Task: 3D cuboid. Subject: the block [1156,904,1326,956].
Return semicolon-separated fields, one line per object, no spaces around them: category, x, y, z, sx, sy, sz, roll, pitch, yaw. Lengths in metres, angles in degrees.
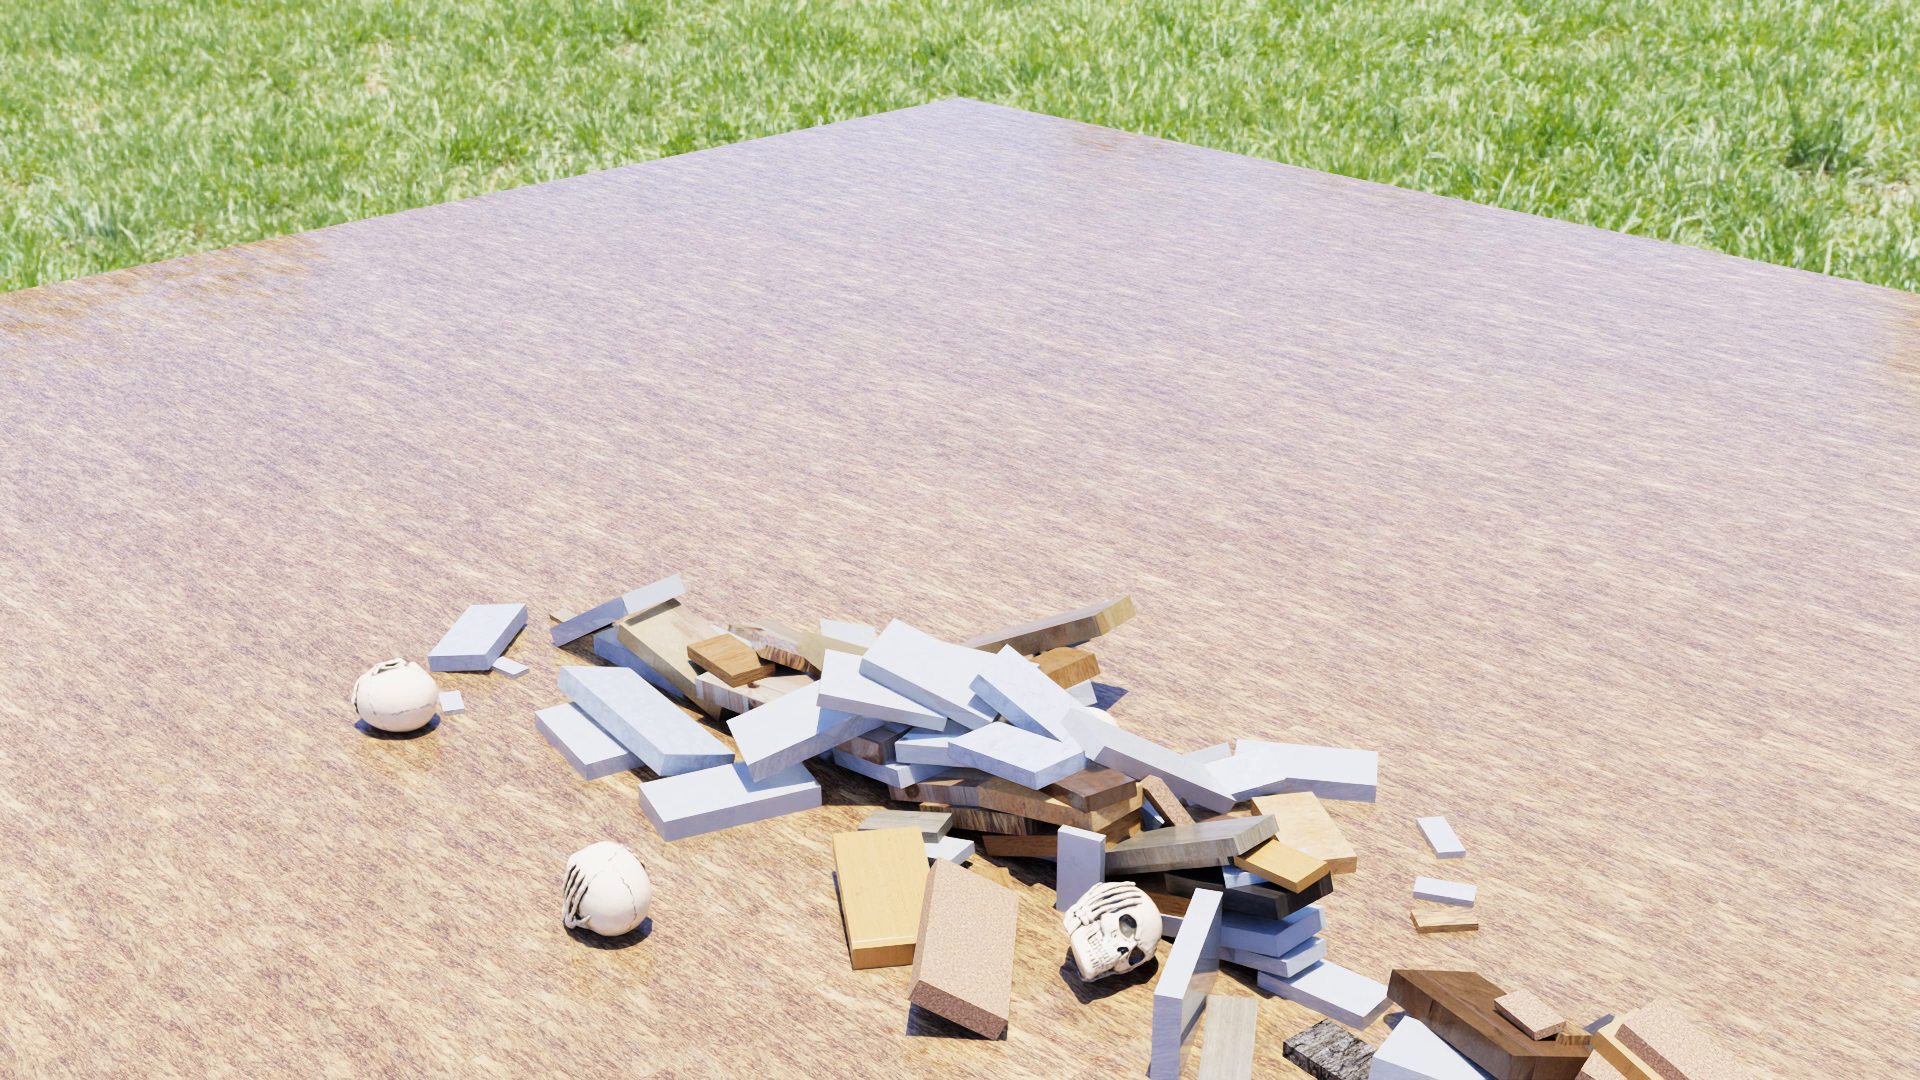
block;0.506;0.687;3.974;0.140;0.040;0.281;-20;14;-41

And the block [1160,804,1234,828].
block;0.439;0.574;4.362;0.256;0.036;0.128;12;26;26

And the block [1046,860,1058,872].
block;0.223;0.633;4.250;0.104;0.015;0.052;18;29;36

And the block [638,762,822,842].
block;-0.468;0.520;4.476;0.334;0.047;0.167;-11;25;-23

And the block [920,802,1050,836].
block;0.075;0.527;4.352;0.148;0.042;0.296;-22;14;-41

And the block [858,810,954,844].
block;-0.107;0.564;4.334;0.169;0.024;0.085;0;20;22

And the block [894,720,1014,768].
block;0.028;0.409;4.410;0.283;0.040;0.141;2;18;26

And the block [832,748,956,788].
block;-0.135;0.446;4.554;0.141;0.040;0.283;-19;15;-28

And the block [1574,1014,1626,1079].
block;1.142;0.901;3.431;0.348;0.049;0.174;33;35;20

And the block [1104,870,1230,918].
block;0.394;0.646;4.087;0.140;0.040;0.281;-20;14;-41

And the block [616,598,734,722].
block;-0.594;0.266;4.937;0.332;0.047;0.166;35;40;25

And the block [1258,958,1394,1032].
block;0.643;0.787;3.867;0.213;0.030;0.107;18;29;36

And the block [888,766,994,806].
block;0.000;0.486;4.430;0.141;0.040;0.283;-22;12;-41

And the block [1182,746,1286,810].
block;0.549;0.492;4.488;0.206;0.029;0.103;-15;38;-7

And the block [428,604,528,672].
block;-1.127;0.227;5.157;0.140;0.040;0.281;-2;22;10

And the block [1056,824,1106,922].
block;0.224;0.619;4.083;0.086;0.172;0.024;11;25;25

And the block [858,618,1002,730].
block;-0.041;0.276;4.446;0.293;0.042;0.147;26;40;12

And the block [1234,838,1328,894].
block;0.560;0.566;3.844;0.077;0.022;0.154;-26;27;-31

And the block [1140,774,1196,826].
block;0.427;0.549;4.164;0.033;0.230;0.115;-38;2;-6

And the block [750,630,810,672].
block;-0.399;0.244;4.849;0.105;0.030;0.210;20;2;-14

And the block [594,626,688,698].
block;-0.678;0.265;5.076;0.332;0.047;0.166;21;31;41

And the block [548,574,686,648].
block;-0.797;0.164;5.100;0.166;0.047;0.332;-23;0;-43

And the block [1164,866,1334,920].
block;0.514;0.612;3.930;0.140;0.040;0.281;-19;13;-35

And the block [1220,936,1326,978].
block;0.540;0.728;3.944;0.107;0.030;0.213;-20;16;-38

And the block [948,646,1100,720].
block;0.116;0.317;4.676;0.332;0.047;0.166;-22;11;-20

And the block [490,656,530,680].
block;-1.037;0.294;5.051;0.093;0.013;0.046;17;28;35

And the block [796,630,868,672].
block;-0.175;0.289;4.819;0.344;0.049;0.172;18;9;-38

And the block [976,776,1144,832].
block;0.191;0.488;4.208;0.296;0.042;0.148;7;21;45

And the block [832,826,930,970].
block;-0.134;0.661;4.088;0.169;0.048;0.337;-4;30;-8

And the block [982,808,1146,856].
block;0.198;0.563;4.239;0.148;0.042;0.296;-22;8;-41

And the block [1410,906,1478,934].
block;0.898;0.705;4.079;0.112;0.016;0.056;-2;23;-5

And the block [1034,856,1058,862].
block;0.178;0.604;4.283;0.104;0.015;0.052;5;21;41

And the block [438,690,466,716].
block;-1.130;0.363;4.888;0.046;0.013;0.093;-8;24;-18

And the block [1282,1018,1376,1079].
block;0.651;0.877;3.656;0.107;0.030;0.213;-17;28;-35

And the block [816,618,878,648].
block;-0.256;0.241;5.053;0.131;0.037;0.261;9;11;-8

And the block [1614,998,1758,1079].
block;1.143;0.818;3.420;0.113;0.032;0.227;-16;46;-42
